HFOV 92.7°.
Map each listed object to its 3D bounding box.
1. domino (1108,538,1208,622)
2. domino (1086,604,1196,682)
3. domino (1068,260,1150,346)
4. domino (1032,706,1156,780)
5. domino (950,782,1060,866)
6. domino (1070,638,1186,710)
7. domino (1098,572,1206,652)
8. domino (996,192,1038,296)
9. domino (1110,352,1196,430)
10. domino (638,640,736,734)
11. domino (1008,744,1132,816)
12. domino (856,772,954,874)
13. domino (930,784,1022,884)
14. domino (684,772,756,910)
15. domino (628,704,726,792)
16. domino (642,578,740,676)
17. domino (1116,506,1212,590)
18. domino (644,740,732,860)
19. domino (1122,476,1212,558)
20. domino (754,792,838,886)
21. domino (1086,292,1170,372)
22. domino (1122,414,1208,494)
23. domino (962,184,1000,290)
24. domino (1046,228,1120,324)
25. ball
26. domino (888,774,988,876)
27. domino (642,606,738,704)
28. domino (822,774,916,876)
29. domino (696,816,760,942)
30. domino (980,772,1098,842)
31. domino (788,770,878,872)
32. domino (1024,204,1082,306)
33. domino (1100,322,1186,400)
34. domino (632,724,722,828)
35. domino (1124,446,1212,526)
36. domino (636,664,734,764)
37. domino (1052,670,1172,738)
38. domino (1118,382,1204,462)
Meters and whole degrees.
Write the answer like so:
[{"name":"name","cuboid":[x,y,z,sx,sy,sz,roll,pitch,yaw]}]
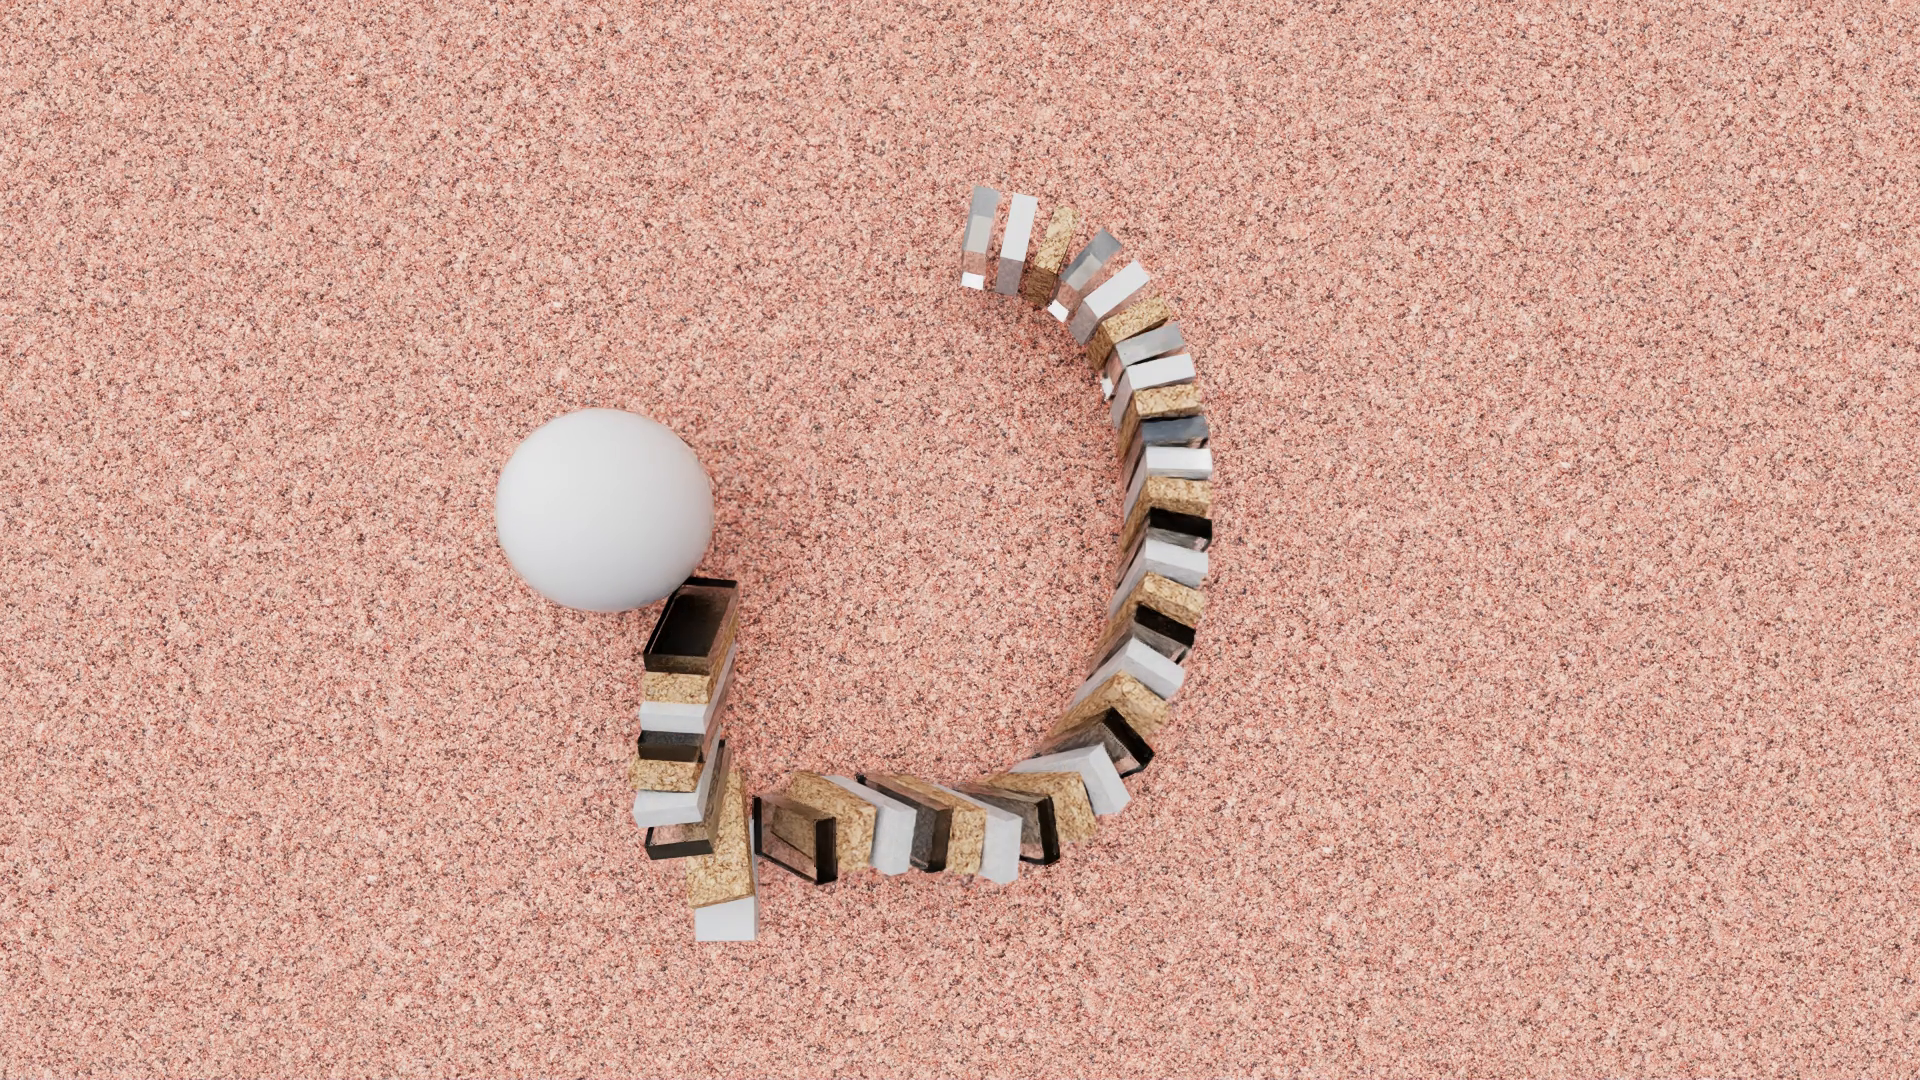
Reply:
[{"name":"domino","cuboid":[0.081,0.020,0.377,0.025,0.050,0.009,15,54,0]},{"name":"domino","cuboid":[0.074,0.048,0.378,0.025,0.050,0.009,25,50,0]},{"name":"domino","cuboid":[0.060,-0.096,0.375,0.025,0.050,0.009,-37,90,0]},{"name":"domino","cuboid":[0.054,0.089,0.378,0.025,0.050,0.010,48,48,0]},{"name":"domino","cuboid":[0.018,0.117,0.379,0.009,0.050,0.025,-8,91,-44]},{"name":"domino","cuboid":[0.068,0.062,0.378,0.025,0.050,0.009,32,49,0]},{"name":"domino","cuboid":[0.078,0.035,0.377,0.025,0.050,0.010,22,52,0]},{"name":"domino","cuboid":[0.023,-0.120,0.375,0.009,0.050,0.025,13,90,0]},{"name":"domino","cuboid":[0.078,-0.060,0.375,0.025,0.050,0.010,-13,79,0]},{"name":"domino","cuboid":[-0.111,0.057,0.377,0.025,0.050,0.009,4,124,0]},{"name":"domino","cuboid":[0.044,0.101,0.378,0.010,0.050,0.025,-28,90,-43]},{"name":"domino","cuboid":[-0.025,0.116,0.379,0.010,0.050,0.025,8,90,-44]},{"name":"domino","cuboid":[0.003,0.120,0.378,0.010,0.050,0.025,2,93,-44]},{"name":"domino","cuboid":[-0.101,0.125,0.383,0.025,0.010,0.050,-11,62,-5]},{"name":"domino","cuboid":[-0.115,0.080,0.377,0.025,0.050,0.010,4,124,0]},{"name":"domino","cuboid":[-0.109,0.034,0.377,0.025,0.050,0.009,4,124,0]},{"name":"domino","cuboid":[0.083,0.007,0.376,0.025,0.050,0.010,12,57,0]},{"name":"domino","cuboid":[-0.111,0.106,0.377,0.025,0.050,0.009,-6,127,0]},{"name":"domino","cuboid":[0.084,-0.007,0.376,0.025,0.050,0.010,6,61,0]},{"name":"domino","cuboid":[-0.068,0.122,0.378,0.010,0.050,0.025,-1,90,-41]},{"name":"domino","cuboid":[0.068,-0.084,0.375,0.025,0.050,0.010,-27,88,0]},{"name":"domino","cuboid":[0.083,-0.034,0.375,0.025,0.050,0.009,-3,69,0]},{"name":"domino","cuboid":[0.008,-0.122,0.375,0.009,0.050,0.025,12,90,0]},{"name":"domino","cuboid":[0.050,-0.107,0.375,0.010,0.050,0.025,42,90,0]},{"name":"ball","cuboid":[-0.138,-0.011,0.360,0.080,0.080,0.080,0,90,0]},{"name":"domino","cuboid":[-0.012,0.117,0.379,0.010,0.050,0.025,8,90,-44]},{"name":"domino","cuboid":[-0.110,0.046,0.377,0.025,0.050,0.010,4,124,0]},{"name":"domino","cuboid":[-0.040,0.117,0.379,0.050,0.010,0.025,8,90,44]},{"name":"domino","cuboid":[-0.101,0.146,0.395,0.025,0.010,0.050,-1,90,0]},{"name":"domino","cuboid":[0.032,0.110,0.378,0.009,0.050,0.025,-18,90,-43]},{"name":"domino","cuboid":[-0.054,0.115,0.378,0.010,0.050,0.025,8,90,-41]},{"name":"domino","cuboid":[0.037,-0.115,0.375,0.009,0.050,0.025,22,90,0]},{"name":"domino","cuboid":[0.074,-0.072,0.375,0.025,0.050,0.009,-19,83,0]},{"name":"domino","cuboid":[-0.115,0.094,0.377,0.025,0.050,0.009,-6,124,0]},{"name":"domino","cuboid":[0.084,-0.021,0.375,0.025,0.050,0.009,2,65,0]},{"name":"domino","cuboid":[-0.112,0.069,0.377,0.025,0.050,0.010,4,124,0]},{"name":"domino","cuboid":[0.062,0.075,0.378,0.025,0.050,0.010,37,47,0]},{"name":"domino","cuboid":[0.081,-0.047,0.375,0.025,0.050,0.010,-8,74,0]}]
